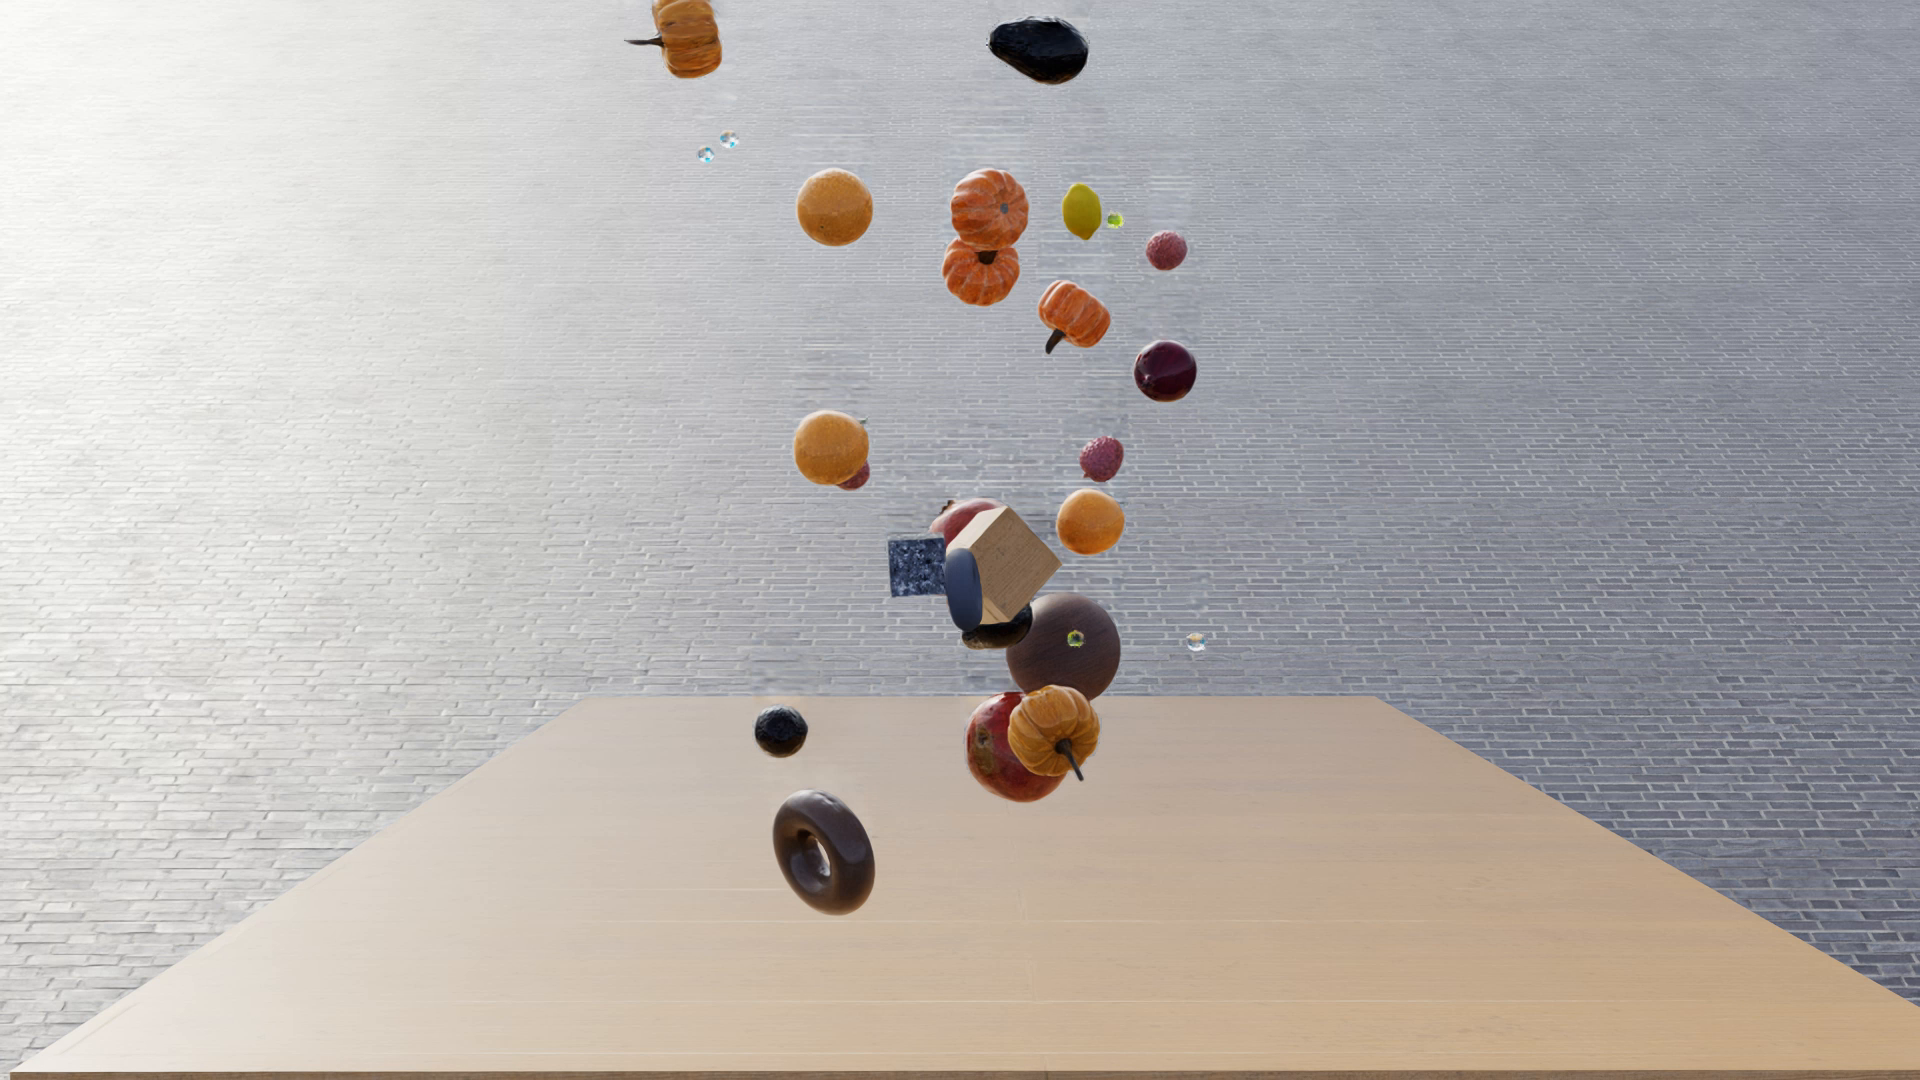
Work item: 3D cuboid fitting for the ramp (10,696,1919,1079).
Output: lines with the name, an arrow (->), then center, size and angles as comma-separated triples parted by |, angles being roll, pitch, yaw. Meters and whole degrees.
ramp -> 0.057, 0.512, 4.553 | 2.000, 0.100, 4.000 | 0, 2, 0

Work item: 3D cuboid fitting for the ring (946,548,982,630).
ring -> 0.004, 0.045, 2.360 | 0.026, 0.077, 0.077 | -7, 24, 7

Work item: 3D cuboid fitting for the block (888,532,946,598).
block -> -0.041, 0.024, 2.498 | 0.054, 0.054, 0.054 | -4, 6, -2

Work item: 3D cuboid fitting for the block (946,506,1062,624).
block -> 0.035, 0.026, 2.619 | 0.082, 0.082, 0.082 | -47, 12, -17

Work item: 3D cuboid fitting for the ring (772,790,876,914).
ring -> -0.141, 0.322, 2.658 | 0.046, 0.137, 0.137 | -23, 33, -39
